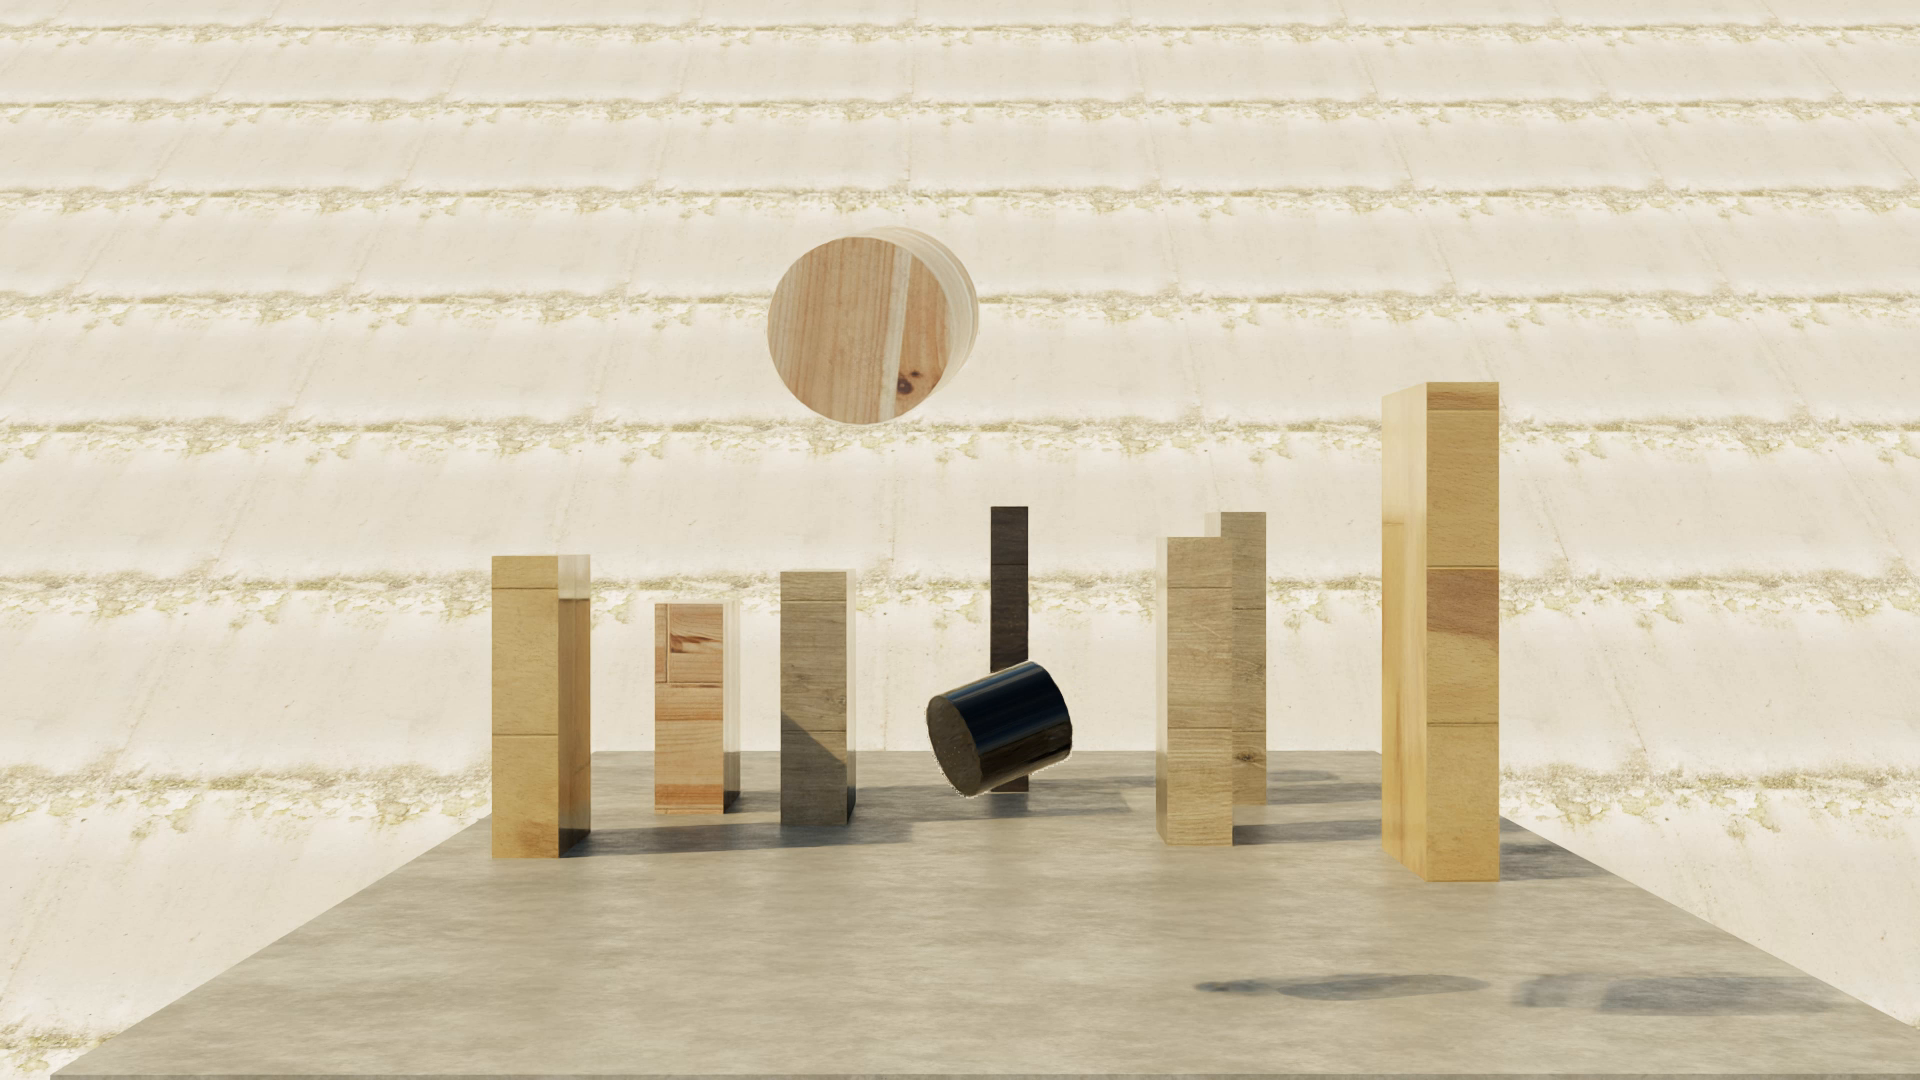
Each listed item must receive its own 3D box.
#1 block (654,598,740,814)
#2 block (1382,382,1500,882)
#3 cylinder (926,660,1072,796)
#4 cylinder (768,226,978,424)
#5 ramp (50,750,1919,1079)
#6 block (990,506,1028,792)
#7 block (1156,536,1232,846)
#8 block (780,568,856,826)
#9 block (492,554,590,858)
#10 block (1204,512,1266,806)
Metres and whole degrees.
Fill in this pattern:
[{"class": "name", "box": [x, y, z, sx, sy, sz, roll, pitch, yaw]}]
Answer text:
[{"class": "block", "box": [-0.538, 0.335, 5.335, 0.136, 0.418, 0.407, 0, 0, 0]}, {"class": "block", "box": [0.800, 0.146, 4.337, 0.116, 0.796, 0.435, 0, 0, 0]}, {"class": "cylinder", "box": [0.046, 0.221, 3.040, 0.125, 0.125, 0.125, -19, 35, -25]}, {"class": "cylinder", "box": [-0.091, -0.235, 2.801, 0.197, 0.197, 0.197, 5, 11, 8]}, {"class": "ramp", "box": [0.067, 0.594, 4.649, 2.000, 0.100, 4.000, 0, 0, 0]}, {"class": "block", "box": [0.107, 0.235, 5.689, 0.081, 0.615, 0.243, 0, 0, 0]}, {"class": "block", "box": [0.426, 0.269, 4.730, 0.116, 0.550, 0.265, 0, 0, 0]}, {"class": "block", "box": [-0.279, 0.302, 5.152, 0.127, 0.484, 0.439, 0, 0, 0]}, {"class": "block", "box": [-0.745, 0.286, 4.622, 0.114, 0.518, 0.390, 0, 0, 0]}, {"class": "block", "box": [0.580, 0.242, 5.465, 0.094, 0.601, 0.346, 0, 0, 0]}]
